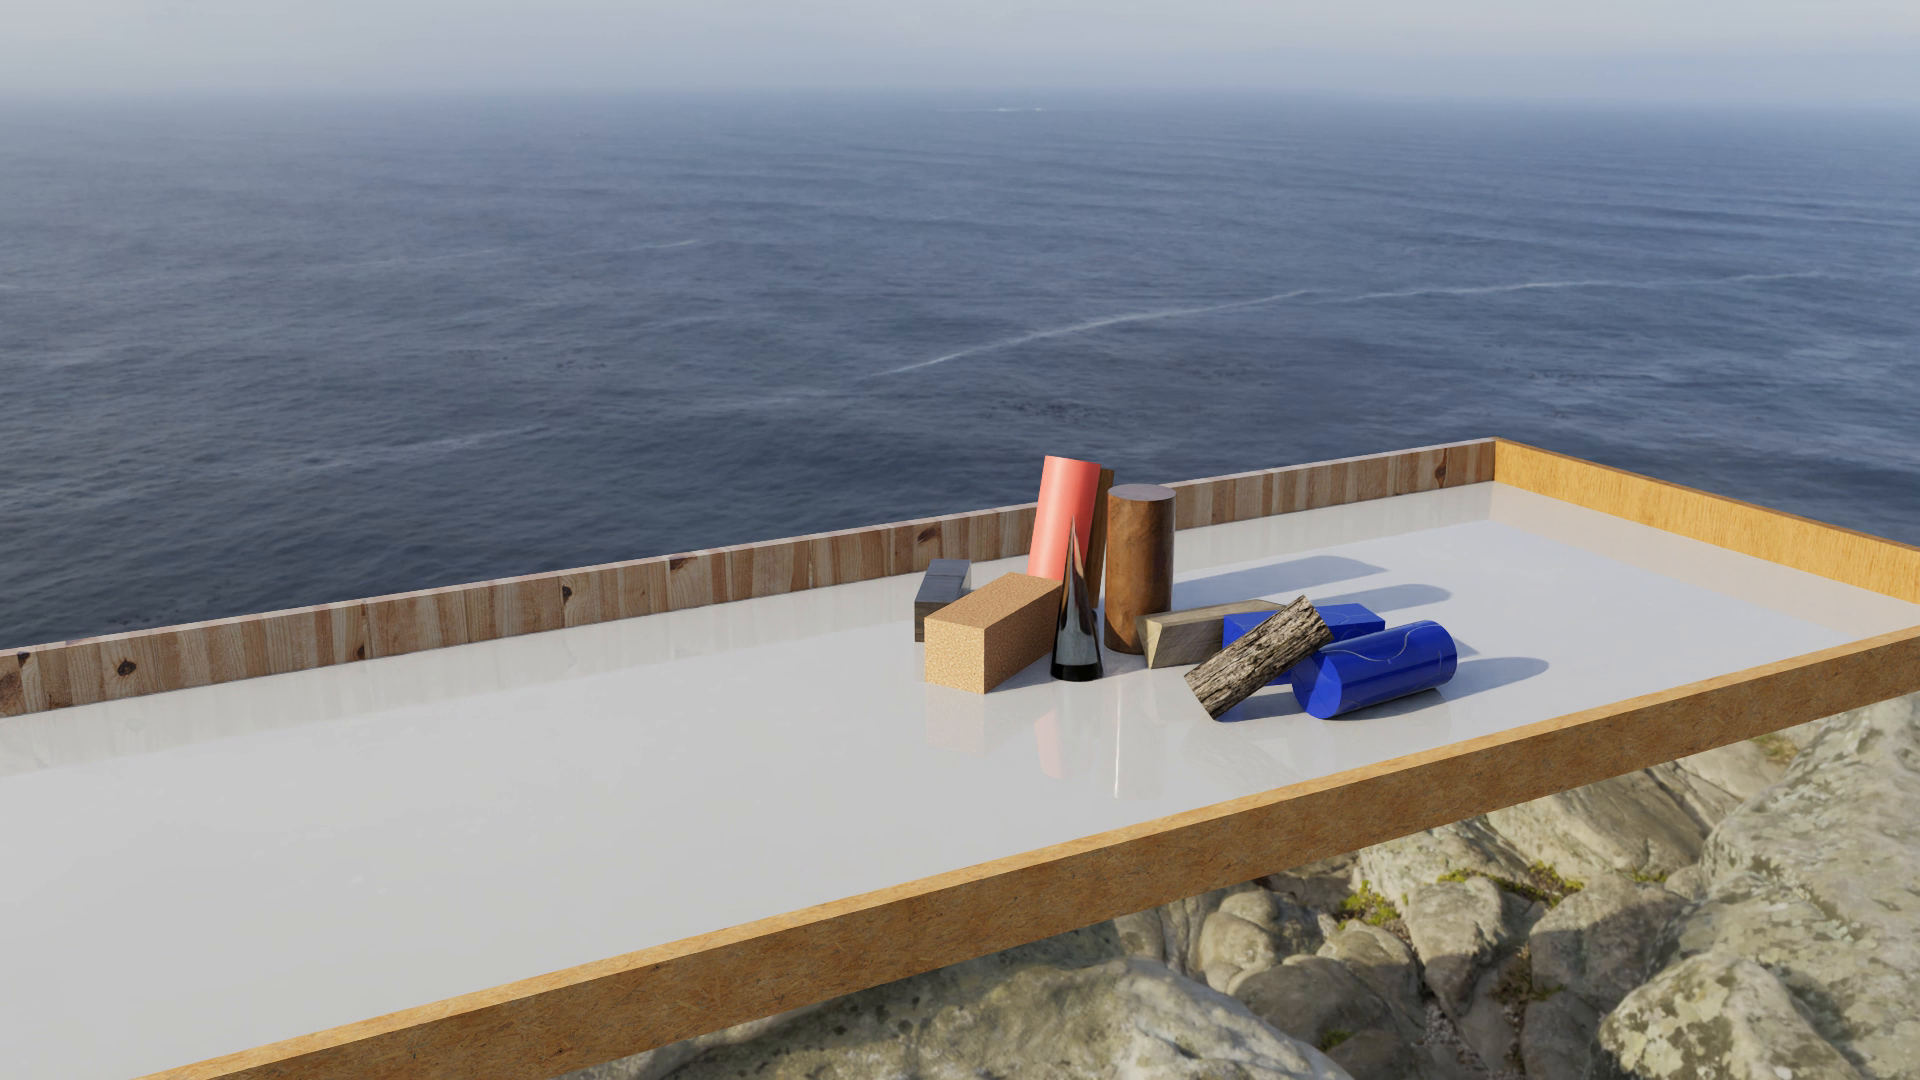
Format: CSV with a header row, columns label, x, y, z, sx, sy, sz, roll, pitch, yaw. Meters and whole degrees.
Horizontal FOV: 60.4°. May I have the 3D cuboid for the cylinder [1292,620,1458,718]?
label,x,y,z,sx,sy,sz,roll,pitch,yaw
cylinder,1.006,0.311,4.002,0.391,0.167,0.167,-10,19,-31

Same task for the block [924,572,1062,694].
label,x,y,z,sx,sy,sz,roll,pitch,yaw
block,0.097,0.233,4.259,0.170,0.170,0.440,9,19,29

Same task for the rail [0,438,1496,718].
label,x,y,z,sx,sy,sz,roll,pitch,yaw
rail,-3.305,0.497,3.399,12.000,0.150,0.050,-9,18,-27

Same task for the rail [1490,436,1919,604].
label,x,y,z,sx,sy,sz,roll,pitch,yaw
rail,2.466,-0.048,5.253,0.050,0.150,2.100,-9,18,-27

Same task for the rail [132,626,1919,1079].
label,x,y,z,sx,sy,sz,roll,pitch,yaw
rail,-2.336,1.006,1.665,12.000,0.150,0.050,-9,18,-27

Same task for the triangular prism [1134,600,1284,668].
label,x,y,z,sx,sy,sz,roll,pitch,yaw
triangular prism,0.659,0.220,4.270,0.371,0.144,0.125,-7,-22,-22

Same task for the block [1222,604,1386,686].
label,x,y,z,sx,sy,sz,roll,pitch,yaw
block,0.871,0.266,4.192,0.375,0.145,0.145,-4,17,-14

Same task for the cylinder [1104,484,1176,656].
label,x,y,z,sx,sy,sz,roll,pitch,yaw
cylinder,0.474,0.076,4.354,0.178,0.419,0.178,0,16,0

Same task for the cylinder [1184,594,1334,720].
label,x,y,z,sx,sy,sz,roll,pitch,yaw
cylinder,0.703,0.276,3.884,0.340,0.126,0.126,-35,16,6

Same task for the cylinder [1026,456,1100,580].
label,x,y,z,sx,sy,sz,roll,pitch,yaw
cylinder,0.275,0.001,4.520,0.154,0.444,0.154,9,2,0

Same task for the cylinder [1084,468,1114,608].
label,x,y,z,sx,sy,sz,roll,pitch,yaw
cylinder,0.344,-0.009,4.651,0.137,0.391,0.137,7,1,0

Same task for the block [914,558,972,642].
label,x,y,z,sx,sy,sz,roll,pitch,yaw
block,-0.045,0.165,4.591,0.114,0.114,0.395,2,16,6

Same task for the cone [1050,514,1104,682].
label,x,y,z,sx,sy,sz,roll,pitch,yaw
cone,0.288,0.133,4.140,0.136,0.424,0.136,-2,18,1
